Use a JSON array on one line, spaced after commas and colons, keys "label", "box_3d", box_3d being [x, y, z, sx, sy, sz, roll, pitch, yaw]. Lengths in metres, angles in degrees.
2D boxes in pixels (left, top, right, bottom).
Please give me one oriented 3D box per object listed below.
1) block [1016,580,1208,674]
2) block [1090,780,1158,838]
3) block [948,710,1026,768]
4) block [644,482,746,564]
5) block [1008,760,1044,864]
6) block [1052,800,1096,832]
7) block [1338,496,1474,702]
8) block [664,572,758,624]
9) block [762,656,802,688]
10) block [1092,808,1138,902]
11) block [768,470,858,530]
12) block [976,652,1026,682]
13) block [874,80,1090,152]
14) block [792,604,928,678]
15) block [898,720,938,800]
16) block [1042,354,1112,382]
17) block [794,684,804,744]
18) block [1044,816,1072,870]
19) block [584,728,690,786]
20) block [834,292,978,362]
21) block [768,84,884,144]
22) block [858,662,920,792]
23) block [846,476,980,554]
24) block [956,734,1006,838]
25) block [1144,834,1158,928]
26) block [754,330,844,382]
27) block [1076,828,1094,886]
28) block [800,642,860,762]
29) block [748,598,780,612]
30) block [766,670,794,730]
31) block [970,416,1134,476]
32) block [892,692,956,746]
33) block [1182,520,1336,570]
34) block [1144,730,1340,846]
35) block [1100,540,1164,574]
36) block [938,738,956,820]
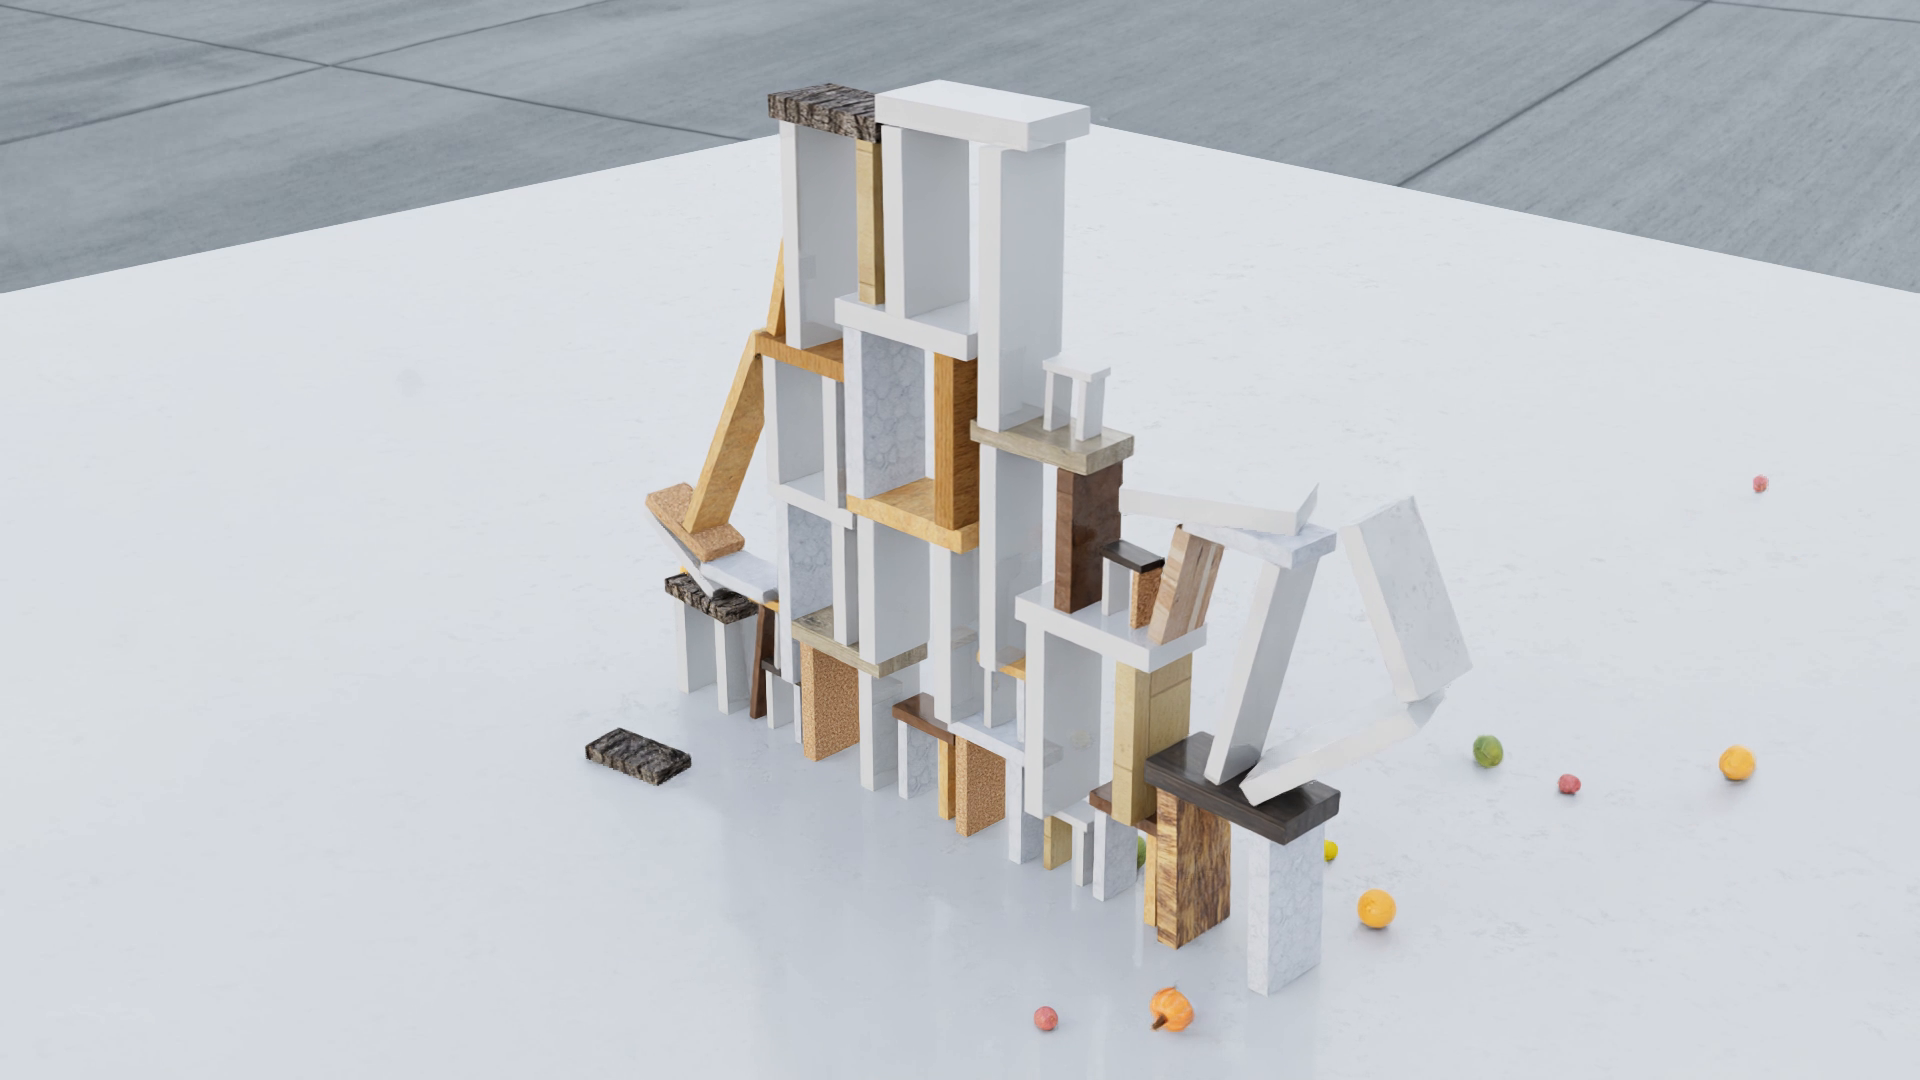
[{"label": "block", "box_3d": [0.272, 0.145, 3.984, 0.320, 0.045, 0.160, 21, 31, 40]}, {"label": "block", "box_3d": [0.341, 0.496, 4.072, 0.095, 0.027, 0.190, -21, 30, -40]}, {"label": "block", "box_3d": [0.092, 0.375, 4.274, 0.110, 0.031, 0.220, -21, 31, -40]}, {"label": "block", "box_3d": [-0.583, -0.040, 4.838, 0.109, 0.031, 0.218, -21, 52, -41]}, {"label": "block", "box_3d": [0.145, 0.511, 4.276, 0.110, 0.220, 0.031, -21, 31, -41]}, {"label": "block", "box_3d": [0.218, 0.517, 4.199, 0.063, 0.018, 0.125, -21, 30, -40]}, {"label": "block", "box_3d": [0.730, 0.096, 3.594, 0.152, 0.304, 0.043, -23, 6, -38]}, {"label": "block", "box_3d": [-0.538, 0.119, 4.850, 0.115, 0.033, 0.230, -19, 30, -38]}, {"label": "block", "box_3d": [-0.356, 0.278, 4.729, 0.069, 0.020, 0.138, -21, 31, -41]}, {"label": "block", "box_3d": [0.295, 0.579, 4.154, 0.027, 0.190, 0.095, 21, 31, 40]}, {"label": "block", "box_3d": [-0.256, -0.092, 4.467, 0.131, 0.037, 0.263, -21, 31, -40]}, {"label": "block", "box_3d": [0.105, 0.232, 4.201, 0.135, 0.019, 0.068, 21, 31, 40]}, {"label": "block", "box_3d": [0.038, -0.751, 3.880, 0.348, 0.049, 0.174, 19, 29, 36]}, {"label": "block", "box_3d": [-0.209, 0.205, 4.537, 0.135, 0.038, 0.270, -21, 31, -40]}, {"label": "block", "box_3d": [-0.085, 0.436, 4.508, 0.025, 0.176, 0.088, 21, 31, 41]}, {"label": "block", "box_3d": [0.206, -0.304, 3.885, 0.112, 0.016, 0.056, 19, 30, 39]}, {"label": "block", "box_3d": [-0.323, 0.363, 4.729, 0.069, 0.138, 0.020, -21, 31, -40]}, {"label": "block", "box_3d": [0.190, 0.571, 4.255, 0.018, 0.125, 0.063, 21, 31, 41]}, {"label": "block", "box_3d": [-0.681, 0.457, 4.647, 0.207, 0.029, 0.103, 16, 28, 33]}, {"label": "block", "box_3d": [-0.054, -0.412, 4.098, 0.339, 0.048, 0.170, 20, 30, 39]}, {"label": "block", "box_3d": [-0.202, -0.799, 4.108, 0.153, 0.043, 0.307, -20, 30, -39]}, {"label": "block", "box_3d": [-0.144, 0.372, 4.539, 0.135, 0.270, 0.038, -21, 31, -40]}, {"label": "block", "box_3d": [-0.055, -0.058, 4.252, 0.312, 0.044, 0.156, 21, 31, 40]}, {"label": "block", "box_3d": [0.041, 0.470, 4.371, 0.110, 0.220, 0.031, -21, 31, -40]}, {"label": "block", "box_3d": [0.384, 0.613, 4.073, 0.027, 0.190, 0.095, 21, 31, 40]}, {"label": "block", "box_3d": [-0.268, -0.375, 4.350, 0.134, 0.038, 0.268, -21, 31, -40]}, {"label": "block", "box_3d": [0.250, 0.594, 4.201, 0.063, 0.125, 0.018, -21, 31, -40]}, {"label": "block", "box_3d": [-0.271, 0.322, 4.657, 0.038, 0.270, 0.135, 21, 31, 41]}, {"label": "block", "box_3d": [-0.384, 0.126, 4.690, 0.068, 0.019, 0.135, -19, 28, -40]}, {"label": "block", "box_3d": [-0.388, 0.337, 4.790, 0.069, 0.138, 0.020, -21, 31, -41]}, {"label": "block", "box_3d": [0.165, -0.185, 3.961, 0.271, 0.038, 0.135, 19, 30, 38]}, {"label": "block", "box_3d": [-0.044, 0.359, 4.431, 0.176, 0.025, 0.088, 21, 31, 41]}, {"label": "block", "box_3d": [0.498, -0.015, 3.671, 0.117, 0.033, 0.233, -20, 30, -40]}, {"label": "block", "box_3d": [0.495, 0.434, 3.875, 0.157, 0.044, 0.313, -21, 31, -40]}, {"label": "block", "box_3d": [0.304, 0.029, 3.899, 0.055, 0.016, 0.110, -17, 28, -35]}, {"label": "block", "box_3d": [-0.002, 0.468, 4.432, 0.088, 0.176, 0.025, -21, 31, -41]}]
